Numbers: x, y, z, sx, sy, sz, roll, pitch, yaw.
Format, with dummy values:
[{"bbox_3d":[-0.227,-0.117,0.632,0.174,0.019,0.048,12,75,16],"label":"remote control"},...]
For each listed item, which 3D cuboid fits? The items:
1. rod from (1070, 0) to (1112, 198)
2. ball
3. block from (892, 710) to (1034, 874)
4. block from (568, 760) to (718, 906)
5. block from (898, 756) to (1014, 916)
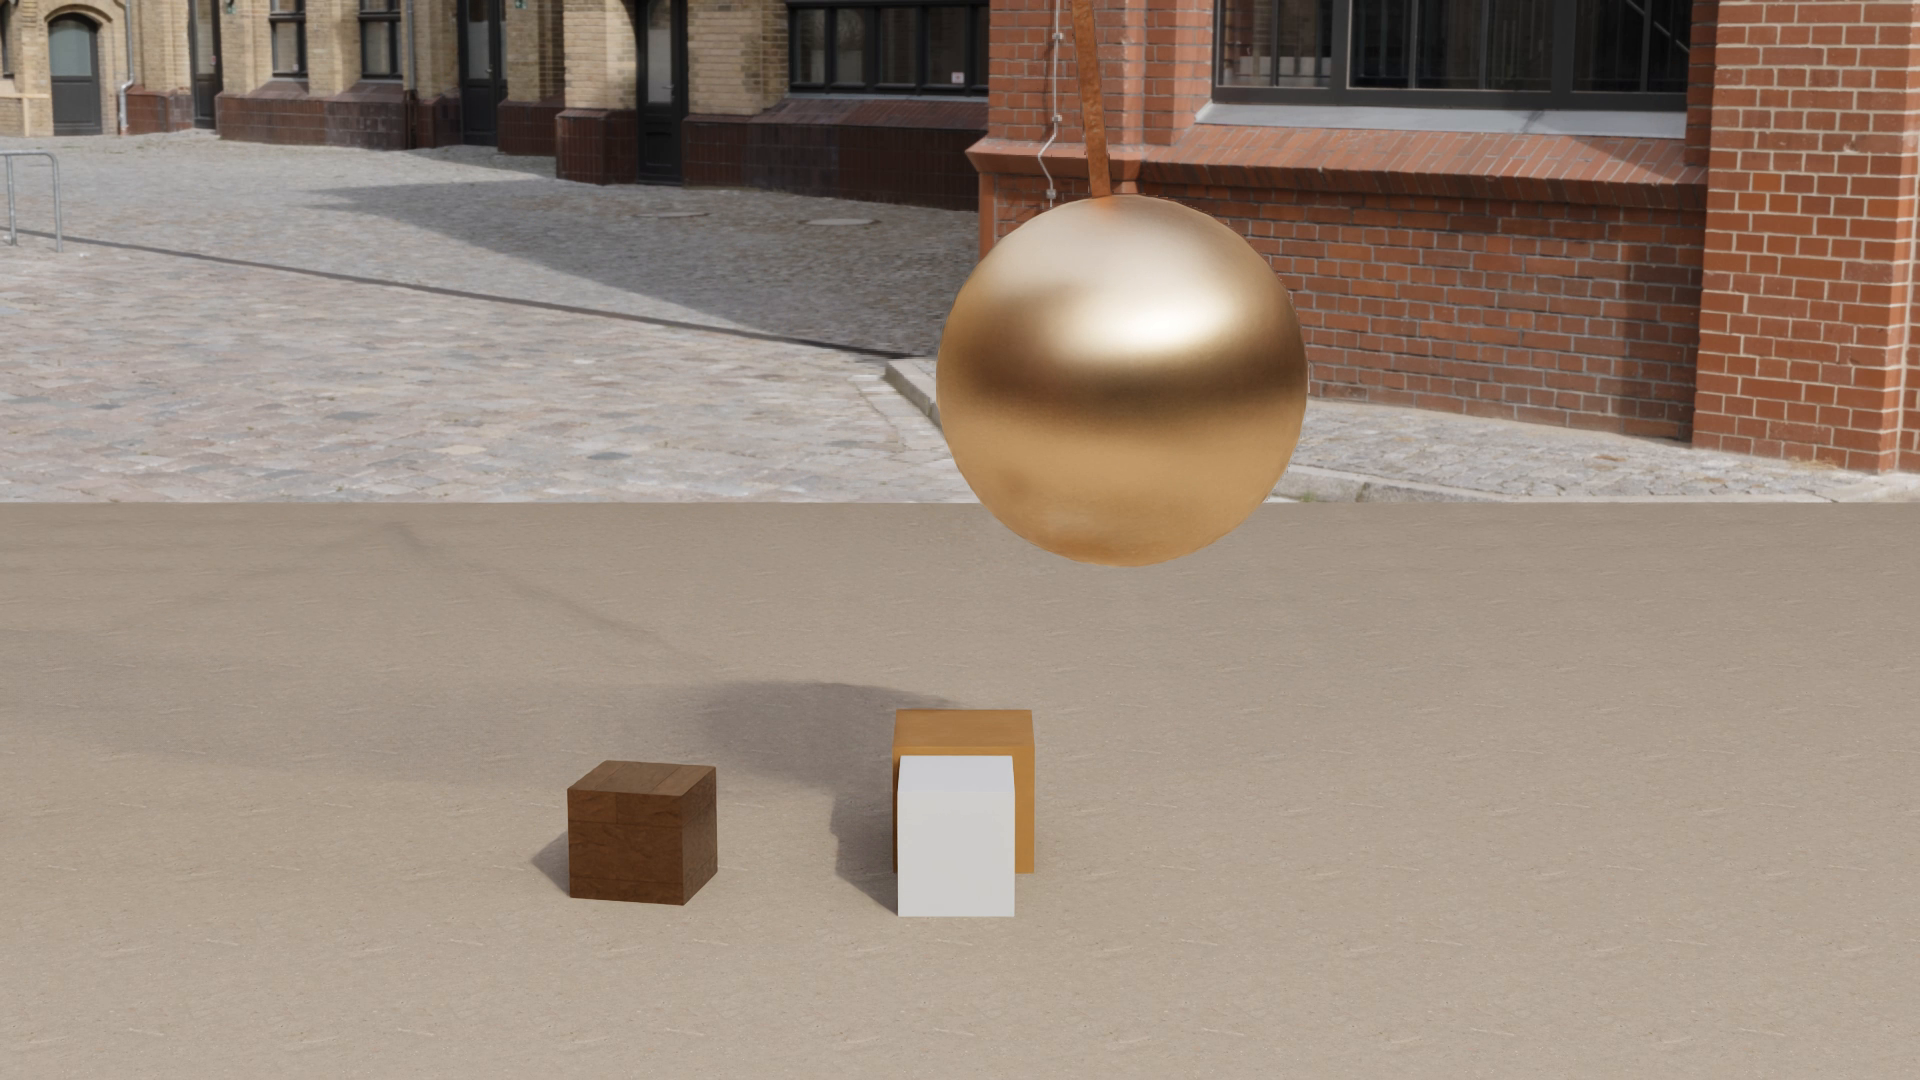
[{"bbox_3d":[0.301,-4.006,10.452,0.080,5.200,0.080,-7,10,1],"label":"rod"},{"bbox_3d":[0.694,-0.683,11.056,1.600,1.600,1.600,0,10,0],"label":"ball"},{"bbox_3d":[0.018,1.137,11.687,0.627,0.581,0.667,0,10,0],"label":"block"},{"bbox_3d":[-1.381,1.272,11.210,0.513,0.485,0.488,2,11,12],"label":"block"},{"bbox_3d":[-0.016,1.270,11.067,0.491,0.542,0.586,0,10,0],"label":"block"}]
